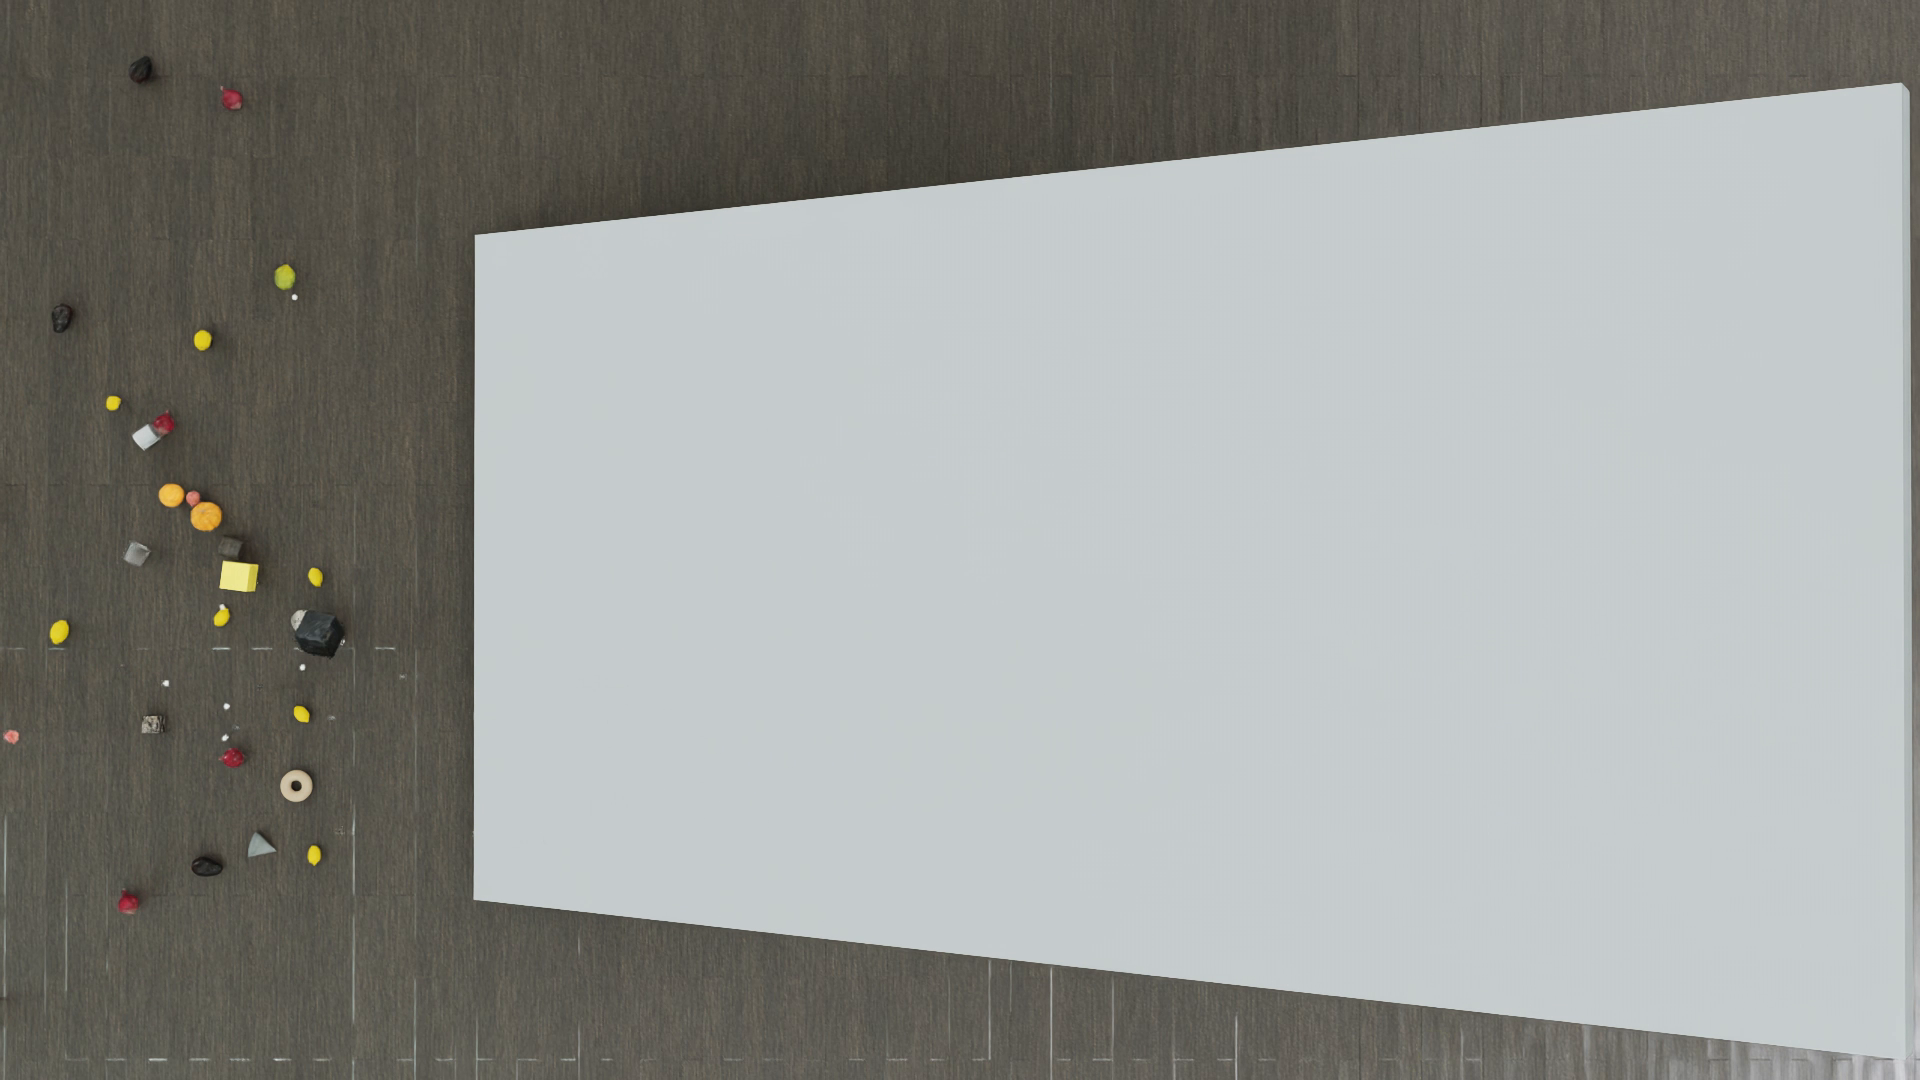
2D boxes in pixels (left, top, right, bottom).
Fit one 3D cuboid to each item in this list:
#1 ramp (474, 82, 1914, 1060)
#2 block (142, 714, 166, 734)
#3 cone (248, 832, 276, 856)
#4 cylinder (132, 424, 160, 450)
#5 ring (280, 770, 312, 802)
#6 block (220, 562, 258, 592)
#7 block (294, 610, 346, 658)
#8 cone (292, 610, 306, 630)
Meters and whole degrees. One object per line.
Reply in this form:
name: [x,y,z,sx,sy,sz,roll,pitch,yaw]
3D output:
ramp: [0.261,0.072,5.603,4.000,0.100,2.000,0,89,32]
block: [-2.448,0.558,6.674,0.052,0.052,0.052,0,89,0]
cone: [-2.111,0.936,6.679,0.077,0.077,0.077,21,89,-26]
cylinder: [-2.471,-0.314,6.679,0.057,0.057,0.057,-35,90,0]
ring: [-2.016,0.747,6.682,0.098,0.033,0.098,0,89,1]
block: [-2.184,0.110,6.663,0.081,0.081,0.081,7,89,0]
block: [-1.930,0.284,6.628,0.094,0.094,0.094,10,58,14]
cone: [-2.006,0.246,6.670,0.066,0.066,0.066,0,89,0]
